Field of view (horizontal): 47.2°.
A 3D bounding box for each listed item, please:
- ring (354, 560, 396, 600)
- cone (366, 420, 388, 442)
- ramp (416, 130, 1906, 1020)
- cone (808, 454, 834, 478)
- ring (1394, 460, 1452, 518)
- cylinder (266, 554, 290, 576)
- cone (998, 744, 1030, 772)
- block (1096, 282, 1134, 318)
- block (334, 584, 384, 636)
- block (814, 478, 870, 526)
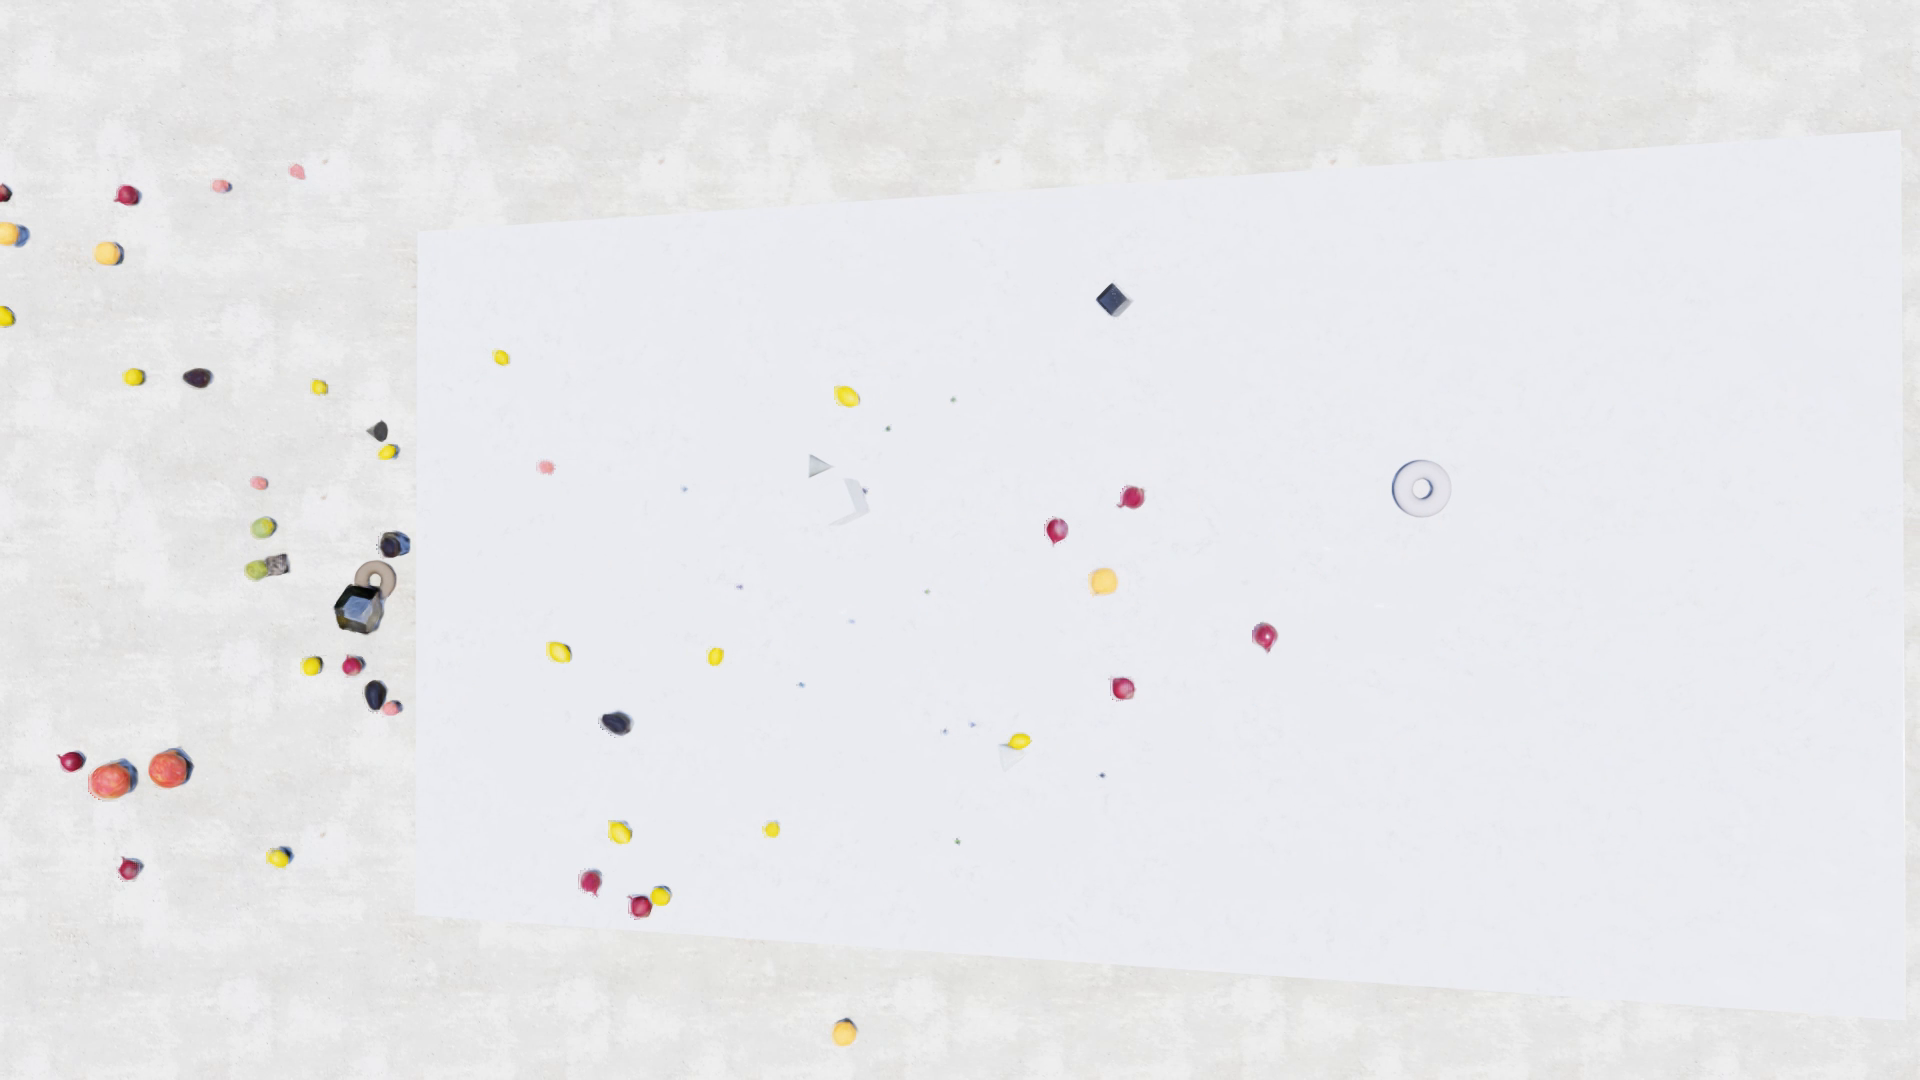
[{"bbox_3d":[-1.732,0.121,6.507,0.121,0.040,0.121,0,90,-1],"label":"ring"},{"bbox_3d":[-1.740,-0.324,6.519,0.062,0.062,0.062,6,89,27],"label":"cone"},{"bbox_3d":[0.283,0.087,5.733,4.000,0.100,2.000,0,89,22],"label":"ramp"},{"bbox_3d":[-0.374,-0.198,5.931,0.067,0.067,0.067,2,89,-6],"label":"cone"},{"bbox_3d":[1.118,-0.124,5.320,0.141,0.047,0.141,-1,88,23],"label":"ring"},{"bbox_3d":[-2.017,0.075,6.497,0.057,0.057,0.057,-12,89,0],"label":"cylinder"},{"bbox_3d":[0.144,0.559,5.710,0.078,0.078,0.078,-11,89,-5],"label":"cone"},{"bbox_3d":[0.395,-0.612,5.611,0.060,0.060,0.060,-46,74,15],"label":"block"},{"bbox_3d":[-1.765,0.204,6.451,0.095,0.095,0.095,12,46,11],"label":"block"},{"bbox_3d":[-0.315,-0.100,5.871,0.095,0.095,0.095,-25,80,20],"label":"block"}]
